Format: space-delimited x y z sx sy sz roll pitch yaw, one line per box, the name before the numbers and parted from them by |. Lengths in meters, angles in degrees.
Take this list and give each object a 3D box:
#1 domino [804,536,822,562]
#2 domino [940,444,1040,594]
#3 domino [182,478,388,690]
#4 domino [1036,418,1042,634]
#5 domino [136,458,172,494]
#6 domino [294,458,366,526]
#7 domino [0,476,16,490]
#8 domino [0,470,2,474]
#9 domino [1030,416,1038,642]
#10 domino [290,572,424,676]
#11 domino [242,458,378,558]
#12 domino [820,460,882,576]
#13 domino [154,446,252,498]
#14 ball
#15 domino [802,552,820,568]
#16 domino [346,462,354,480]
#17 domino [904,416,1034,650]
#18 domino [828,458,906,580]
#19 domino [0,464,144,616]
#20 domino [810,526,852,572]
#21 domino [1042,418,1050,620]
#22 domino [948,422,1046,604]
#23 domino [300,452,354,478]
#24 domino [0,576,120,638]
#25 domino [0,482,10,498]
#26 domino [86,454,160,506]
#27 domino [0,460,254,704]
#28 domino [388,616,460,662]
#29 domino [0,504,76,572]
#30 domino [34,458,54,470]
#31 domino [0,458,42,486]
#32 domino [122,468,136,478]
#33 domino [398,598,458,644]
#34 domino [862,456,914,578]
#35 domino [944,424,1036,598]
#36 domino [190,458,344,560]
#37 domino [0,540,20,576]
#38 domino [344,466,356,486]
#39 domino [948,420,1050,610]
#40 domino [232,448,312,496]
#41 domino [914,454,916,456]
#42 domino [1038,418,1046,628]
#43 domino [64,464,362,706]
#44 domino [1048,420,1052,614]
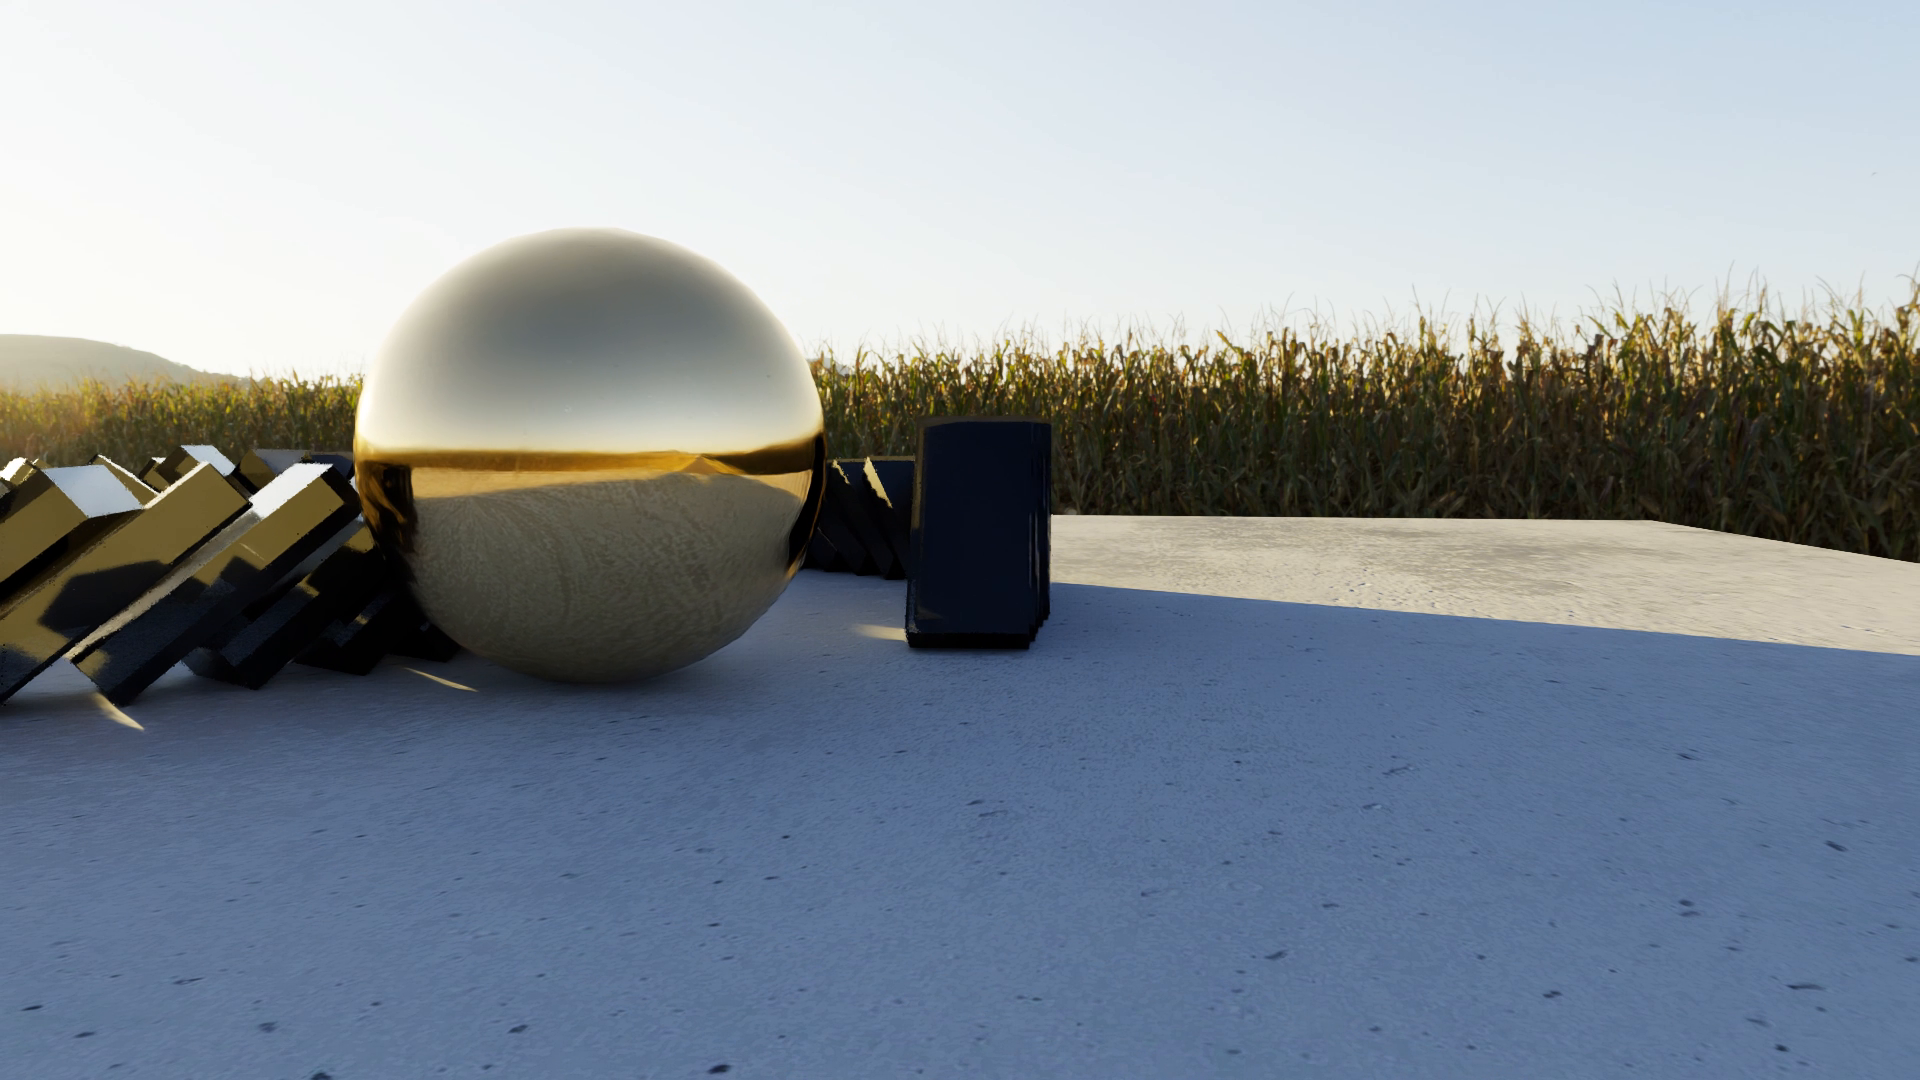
domino | -0.076 -0.011 0.465 0.050 0.009 0.025 44 27 26
domino | 0.009 -0.007 0.377 0.025 0.009 0.050 4 48 4
domino | -0.121 0.005 0.241 0.025 0.009 0.050 3 43 38
domino | 0.006 -0.004 0.294 0.025 0.050 0.010 0 -24 5
domino | -0.271 -0.011 0.467 0.050 0.009 0.025 37 -11 -21
domino | -0.223 -0.012 0.487 0.050 0.009 0.025 36 -2 -11
domino | -0.229 0.001 0.318 0.025 0.009 0.050 1 -29 13
domino | -0.310 -0.009 0.433 0.025 0.009 0.050 4 -31 46
domino | 0.004 -0.003 0.284 0.025 0.050 0.010 0 -24 5
domino | -0.111 0.004 0.255 0.025 0.009 0.050 4 43 32
domino | -0.240 -0.012 0.481 0.050 0.009 0.025 36 -5 -14
domino | -0.035 -0.008 0.434 0.025 0.010 0.050 -4 41 -40
domino | -0.203 -0.006 0.369 0.050 0.010 0.025 45 -6 -12
ball | -0.063 -0.015 0.227 0.080 0.080 0.080 0 4 0
domino | -0.061 -0.010 0.456 0.025 0.010 0.050 -5 42 -49
domino | -0.152 -0.005 0.371 0.050 0.009 0.025 47 26 21
domino | 0.003 -0.002 0.273 0.025 0.050 0.009 0 -24 5
domino | -0.022 -0.008 0.421 0.025 0.009 0.050 -3 42 -32
domino | -0.157 0.008 0.202 0.050 0.009 0.025 -40 14 -9
domino | -0.048 -0.009 0.445 0.025 0.010 0.050 -4 42 -45
domino | 0.009 -0.005 0.316 0.025 0.050 0.010 0 -24 5
domino | 0.011 -0.008 0.348 0.025 0.050 0.009 0 -24 5
domino | -0.169 -0.006 0.375 0.050 0.010 0.025 45 19 14
domino | -0.223 0.016 0.295 0.025 0.009 0.050 0 4 2
domino | -0.173 0.008 0.196 0.050 0.009 0.025 -39 8 -2
domino | -0.219 -0.004 0.356 0.050 0.009 0.025 42 -18 -25
domino | -0.143 0.007 0.214 0.050 0.009 0.025 -46 25 -21
domino | -0.102 0.003 0.269 0.025 0.010 0.050 4 44 30
domino | -0.319 -0.008 0.418 0.025 0.009 0.050 3 -31 37
domino | -0.299 -0.010 0.446 0.050 0.010 0.025 41 -20 -31
domino | -0.231 -0.002 0.344 0.025 0.010 0.050 5 -32 48
domino | -0.285 -0.011 0.458 0.050 0.009 0.025 38 -14 -24
domino | -0.099 0.002 0.286 0.025 0.010 0.050 2 43 18
domino | -0.011 -0.007 0.407 0.025 0.010 0.050 -2 43 -26
domino | 0.009 -0.009 0.360 0.025 0.050 0.010 0 -25 3
domino | -0.256 -0.012 0.475 0.050 0.009 0.025 37 -8 -17
domino | -0.327 -0.006 0.402 0.025 0.009 0.050 3 -31 31
domino | -0.207 -0.013 0.491 0.050 0.009 0.025 36 0 -7
domino | 0.011 -0.007 0.337 0.025 0.050 0.009 0 -24 5
domino | -0.186 -0.006 0.377 0.050 0.010 0.025 43 10 7
domino | 0.001 -0.008 0.392 0.025 0.010 0.050 0 49 -9
domino | 0.007 -0.005 0.305 0.025 0.050 0.010 0 -24 5
domino | -0.131 0.006 0.226 0.025 0.010 0.050 5 45 49
domino | 0.011 -0.006 0.326 0.025 0.050 0.010 0 -24 5
